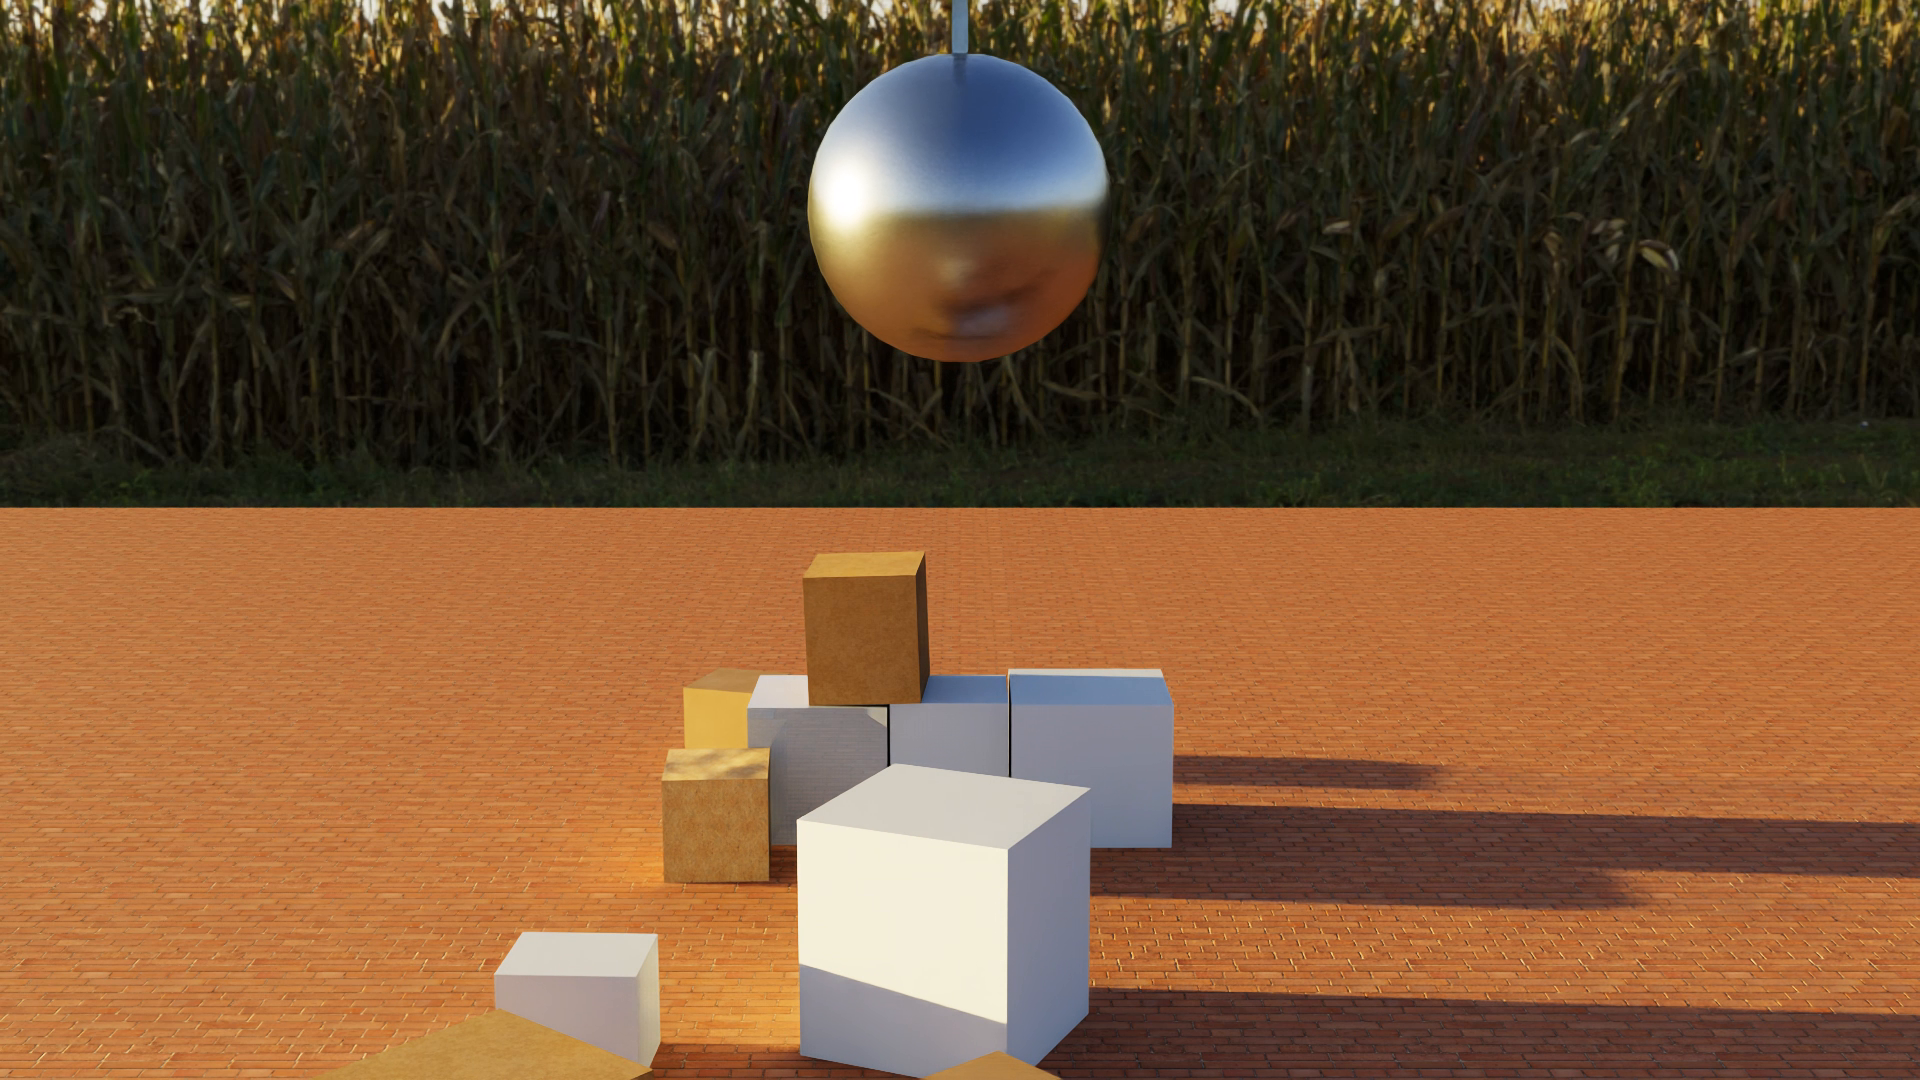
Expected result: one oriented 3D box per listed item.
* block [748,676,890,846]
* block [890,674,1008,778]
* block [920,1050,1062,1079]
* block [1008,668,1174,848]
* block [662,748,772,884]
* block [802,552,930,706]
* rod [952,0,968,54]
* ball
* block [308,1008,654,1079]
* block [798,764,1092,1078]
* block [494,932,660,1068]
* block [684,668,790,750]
[{"bbox_3d":[-0.711,1.128,11.370,0.699,0.713,0.683,0,10,0],"label":"block"},{"bbox_3d":[-0.054,1.122,11.358,0.594,0.728,0.593,0,10,0],"label":"block"},{"bbox_3d":[0.143,2.022,6.839,0.507,0.575,0.626,-9,14,-41],"label":"block"},{"bbox_3d":[0.661,1.116,11.364,0.806,0.738,0.763,0,10,0],"label":"block"},{"bbox_3d":[-1.185,1.341,10.768,0.502,0.508,0.544,-1,10,-4],"label":"block"},{"bbox_3d":[-0.469,0.444,11.250,0.562,0.654,0.632,-2,10,4],"label":"block"},{"bbox_3d":[0.000,-4.994,10.548,0.080,5.200,0.080,0,16,0],"label":"rod"},{"bbox_3d":[0.000,-1.731,11.503,1.600,1.600,1.600,0,10,0],"label":"ball"},{"bbox_3d":[-1.478,1.977,6.684,0.742,0.718,0.813,9,13,39],"label":"block"},{"bbox_3d":[-0.049,1.497,8.668,0.872,0.952,0.850,5,11,24],"label":"block"},{"bbox_3d":[-1.457,1.798,8.425,0.532,0.448,0.449,0,10,2],"label":"block"},{"bbox_3d":[-1.274,1.029,12.623,0.440,0.459,0.504,3,11,18],"label":"block"}]
